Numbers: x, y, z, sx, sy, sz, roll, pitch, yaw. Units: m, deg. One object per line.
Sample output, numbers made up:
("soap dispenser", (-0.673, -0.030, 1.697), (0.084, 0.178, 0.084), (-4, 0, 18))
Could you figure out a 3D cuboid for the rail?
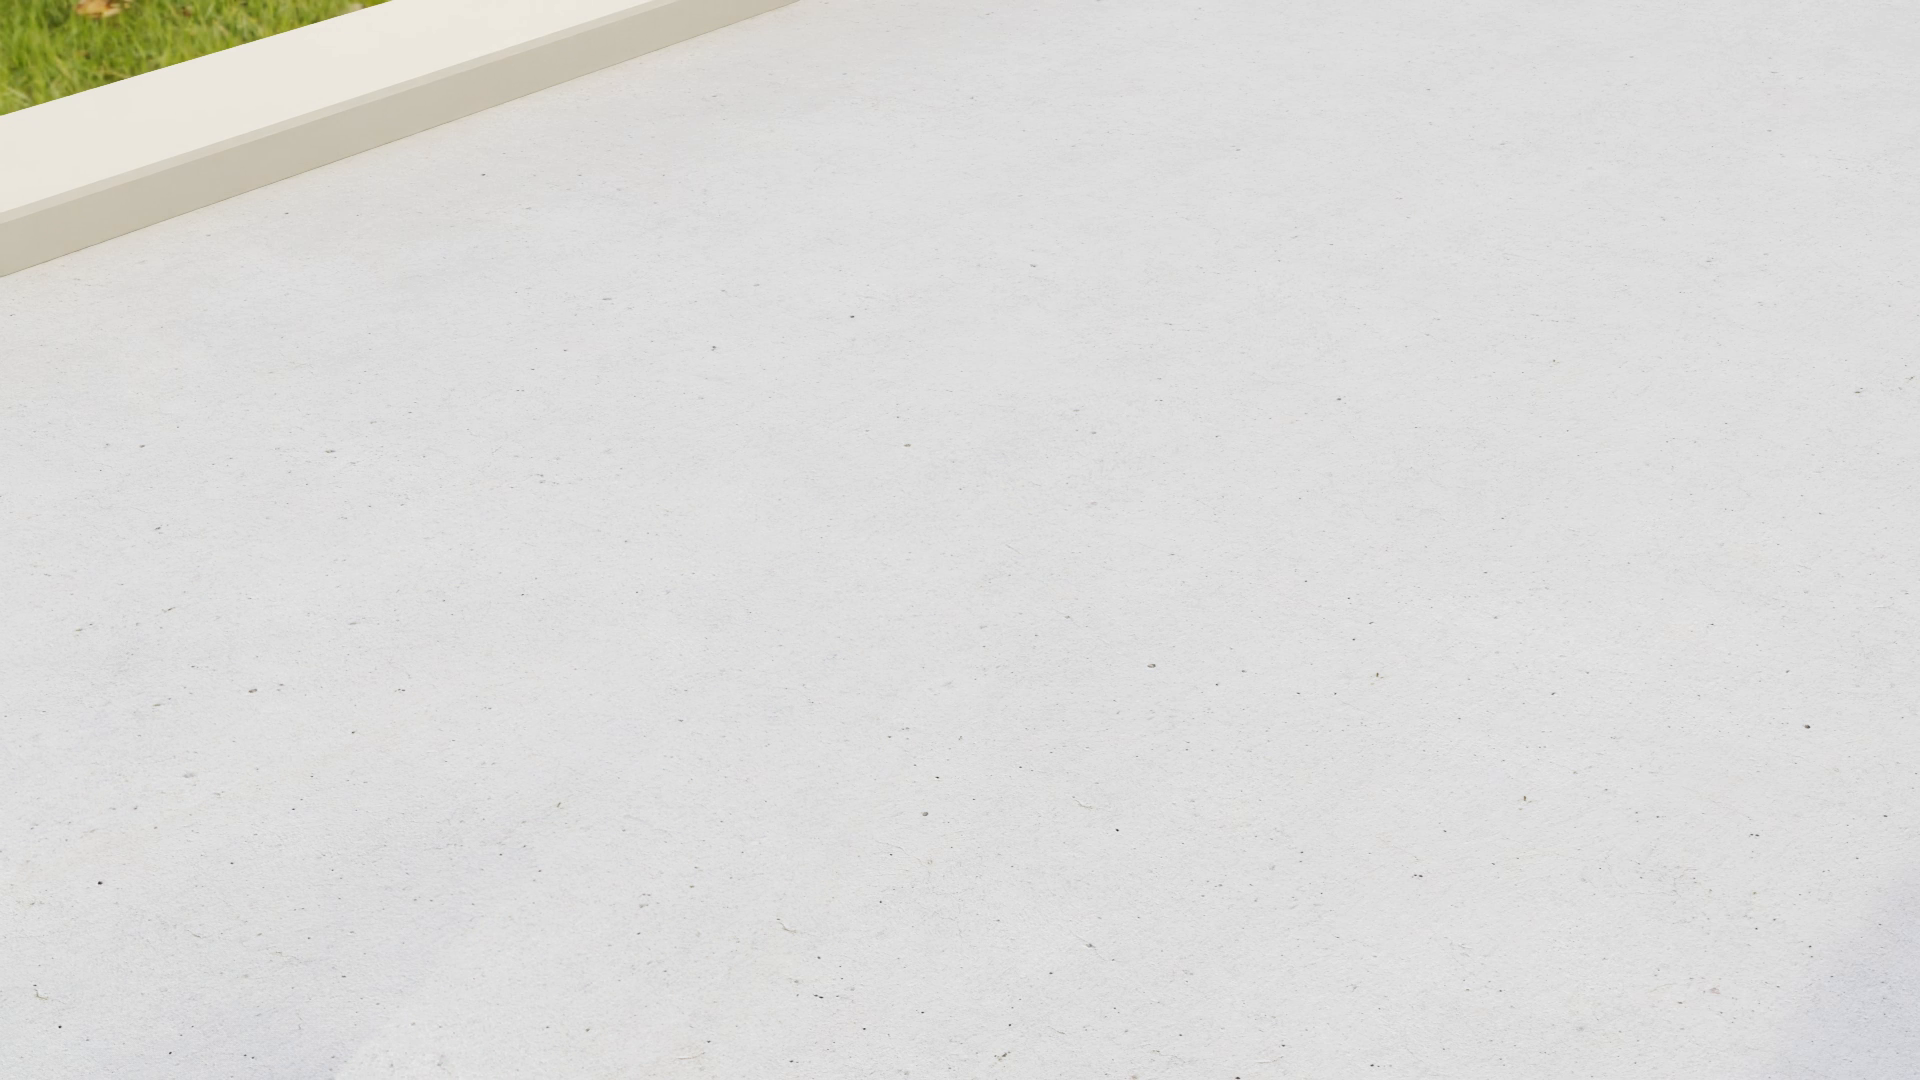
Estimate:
("rail", (-0.317, -0.552, 2.991), (0.045, 0.129, 3.505), (16, 29, 30))
